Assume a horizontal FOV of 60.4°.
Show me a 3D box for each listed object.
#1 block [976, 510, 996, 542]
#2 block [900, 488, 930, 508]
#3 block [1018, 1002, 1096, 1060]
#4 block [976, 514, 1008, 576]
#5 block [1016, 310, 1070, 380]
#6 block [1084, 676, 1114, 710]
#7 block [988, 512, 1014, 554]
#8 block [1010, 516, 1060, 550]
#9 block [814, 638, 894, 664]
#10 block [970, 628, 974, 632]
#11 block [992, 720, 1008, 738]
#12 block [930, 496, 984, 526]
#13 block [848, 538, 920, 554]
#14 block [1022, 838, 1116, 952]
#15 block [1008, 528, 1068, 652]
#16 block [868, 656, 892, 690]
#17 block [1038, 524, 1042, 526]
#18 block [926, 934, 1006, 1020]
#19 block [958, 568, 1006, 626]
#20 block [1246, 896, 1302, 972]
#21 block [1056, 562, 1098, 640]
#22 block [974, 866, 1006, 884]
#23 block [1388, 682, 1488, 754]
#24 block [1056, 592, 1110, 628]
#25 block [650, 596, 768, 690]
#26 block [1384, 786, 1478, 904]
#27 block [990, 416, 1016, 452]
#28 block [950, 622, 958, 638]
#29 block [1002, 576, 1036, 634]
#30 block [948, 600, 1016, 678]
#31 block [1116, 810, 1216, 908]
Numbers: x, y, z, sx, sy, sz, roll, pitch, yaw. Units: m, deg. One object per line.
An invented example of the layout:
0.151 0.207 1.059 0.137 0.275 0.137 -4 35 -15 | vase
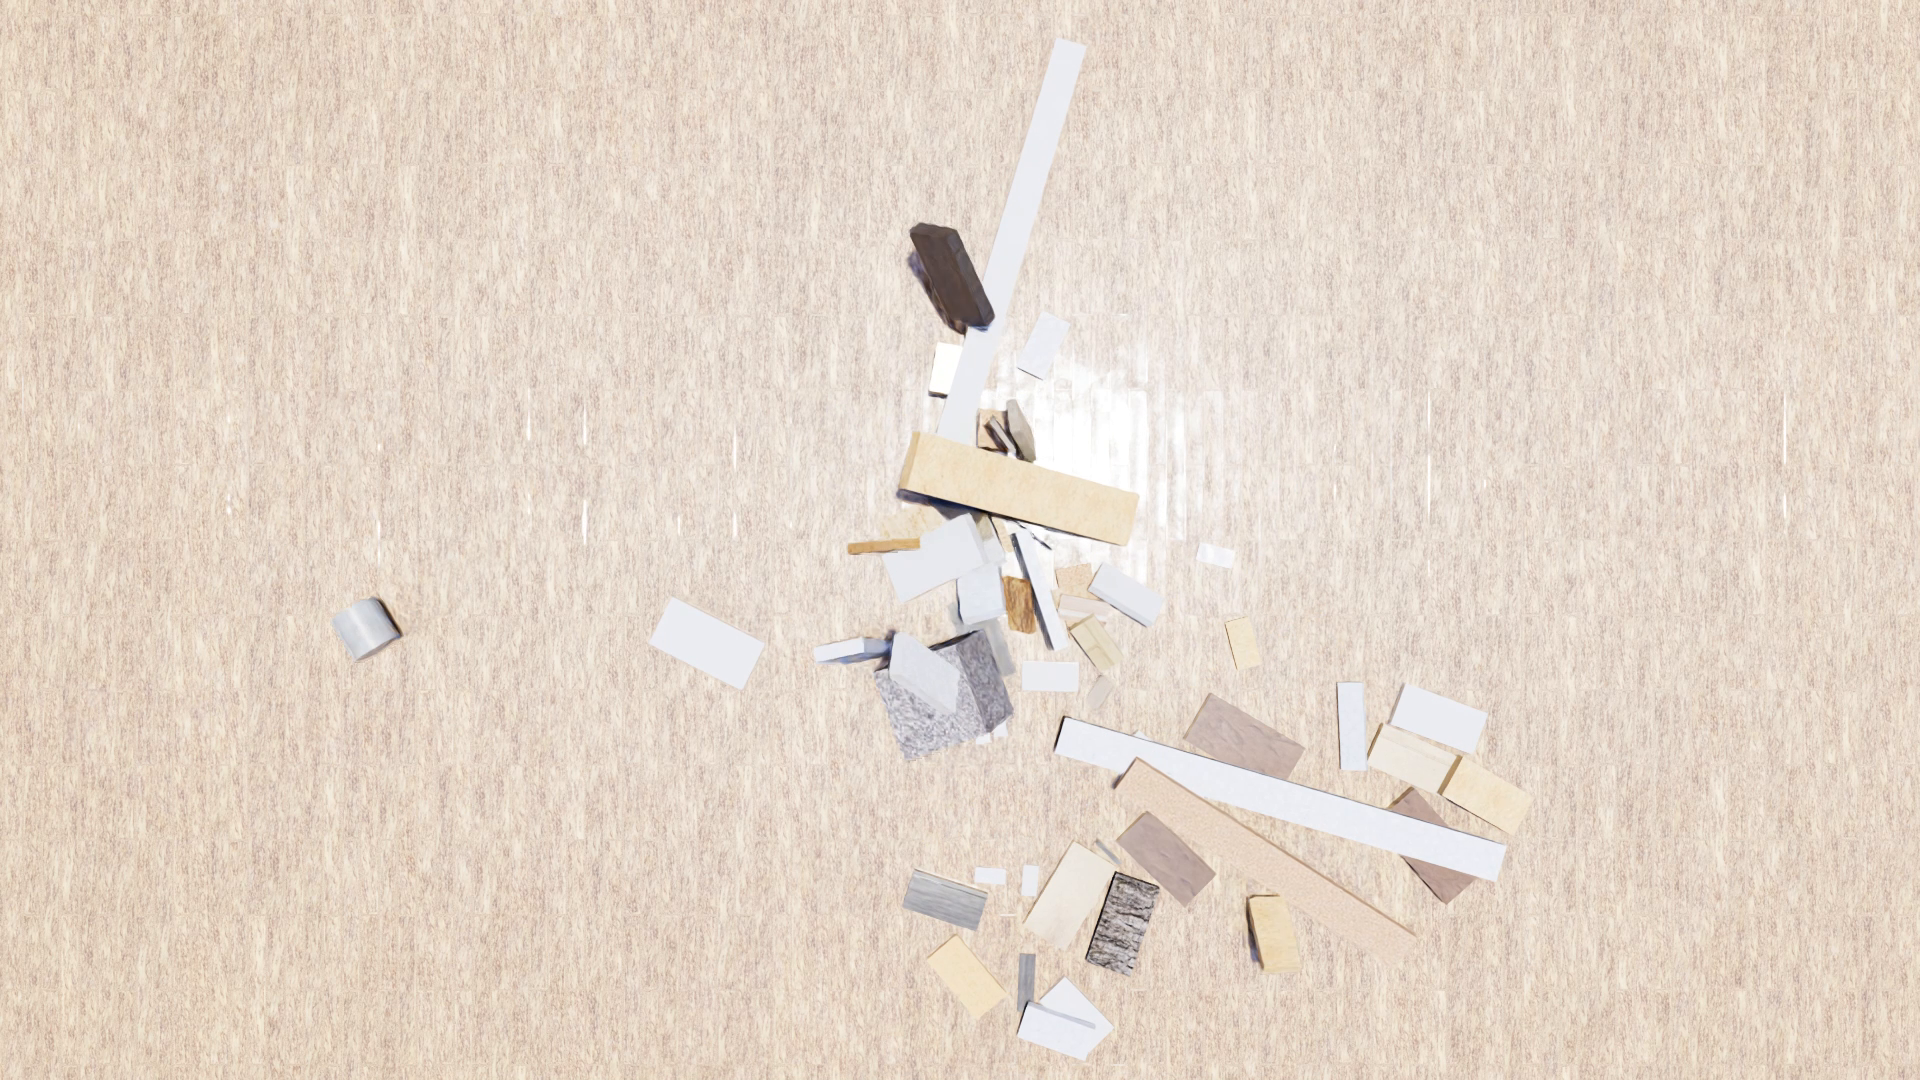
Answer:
0.034 -0.087 5.429 0.107 0.030 0.214 -19 59 4 | block
-0.133 -0.208 5.470 0.090 0.026 0.181 12 82 7 | block
0.320 1.625 5.456 0.236 0.033 0.118 18 103 7 | block
0.075 0.011 5.412 0.107 0.030 0.214 -28 50 9 | block
0.276 -0.647 5.485 0.103 0.029 0.206 26 90 0 | block
0.465 0.509 5.483 0.054 0.015 0.107 32 90 23 | block
0.125 -0.058 5.446 0.030 0.107 0.214 -21 90 -1 | block
0.224 -0.052 5.441 0.236 0.118 0.033 38 89 0 | block
-0.336 0.357 5.305 0.163 0.326 0.046 -13 82 14 | block
0.036 0.347 5.387 0.052 0.015 0.104 29 107 11 | block
0.105 0.508 5.490 0.048 0.014 0.301 -12 89 0 | block
-0.010 -0.108 5.377 0.181 0.026 0.090 43 113 21 | block
-0.248 0.018 5.375 0.116 0.231 0.033 -4 89 -43 | block
0.362 1.178 5.477 0.163 0.046 0.326 31 90 0 | block
0.256 0.164 5.416 0.046 0.163 0.405 -18 90 -7 | block
-0.150 0.495 5.477 0.284 0.040 0.142 34 92 0 | block
0.172 -0.139 5.441 0.274 0.118 0.033 37 90 0 | block
0.022 1.449 5.482 0.130 0.037 0.259 -40 90 0 | block
0.065 0.135 5.382 0.142 0.040 0.284 -16 51 12 | block
1.028 1.290 5.405 0.123 0.035 0.246 -3 53 -7 | block
0.399 0.203 5.483 0.118 0.033 0.236 -12 90 0 | block
0.101 1.117 5.493 0.101 0.014 0.050 4 90 0 | block
1.587 0.592 5.479 0.290 0.041 0.145 20 90 0 | block
0.406 0.231 5.442 0.165 0.023 0.082 11 100 -4 | block
-0.836 0.343 5.476 0.345 0.049 0.172 27 90 0 | block
1.555 1.014 5.475 0.179 0.051 0.358 -42 90 0 | block
0.135 -0.334 5.204 0.017 0.061 0.122 -34 108 8 | block
-0.005 0.295 5.484 0.052 0.015 0.104 8 80 0 | block
0.196 0.213 5.425 0.094 0.027 0.187 11 120 40 | block
0.072 0.324 5.426 0.142 0.040 0.284 -19 87 4 | block
0.686 1.053 5.478 0.310 0.044 0.155 44 90 0 | block
